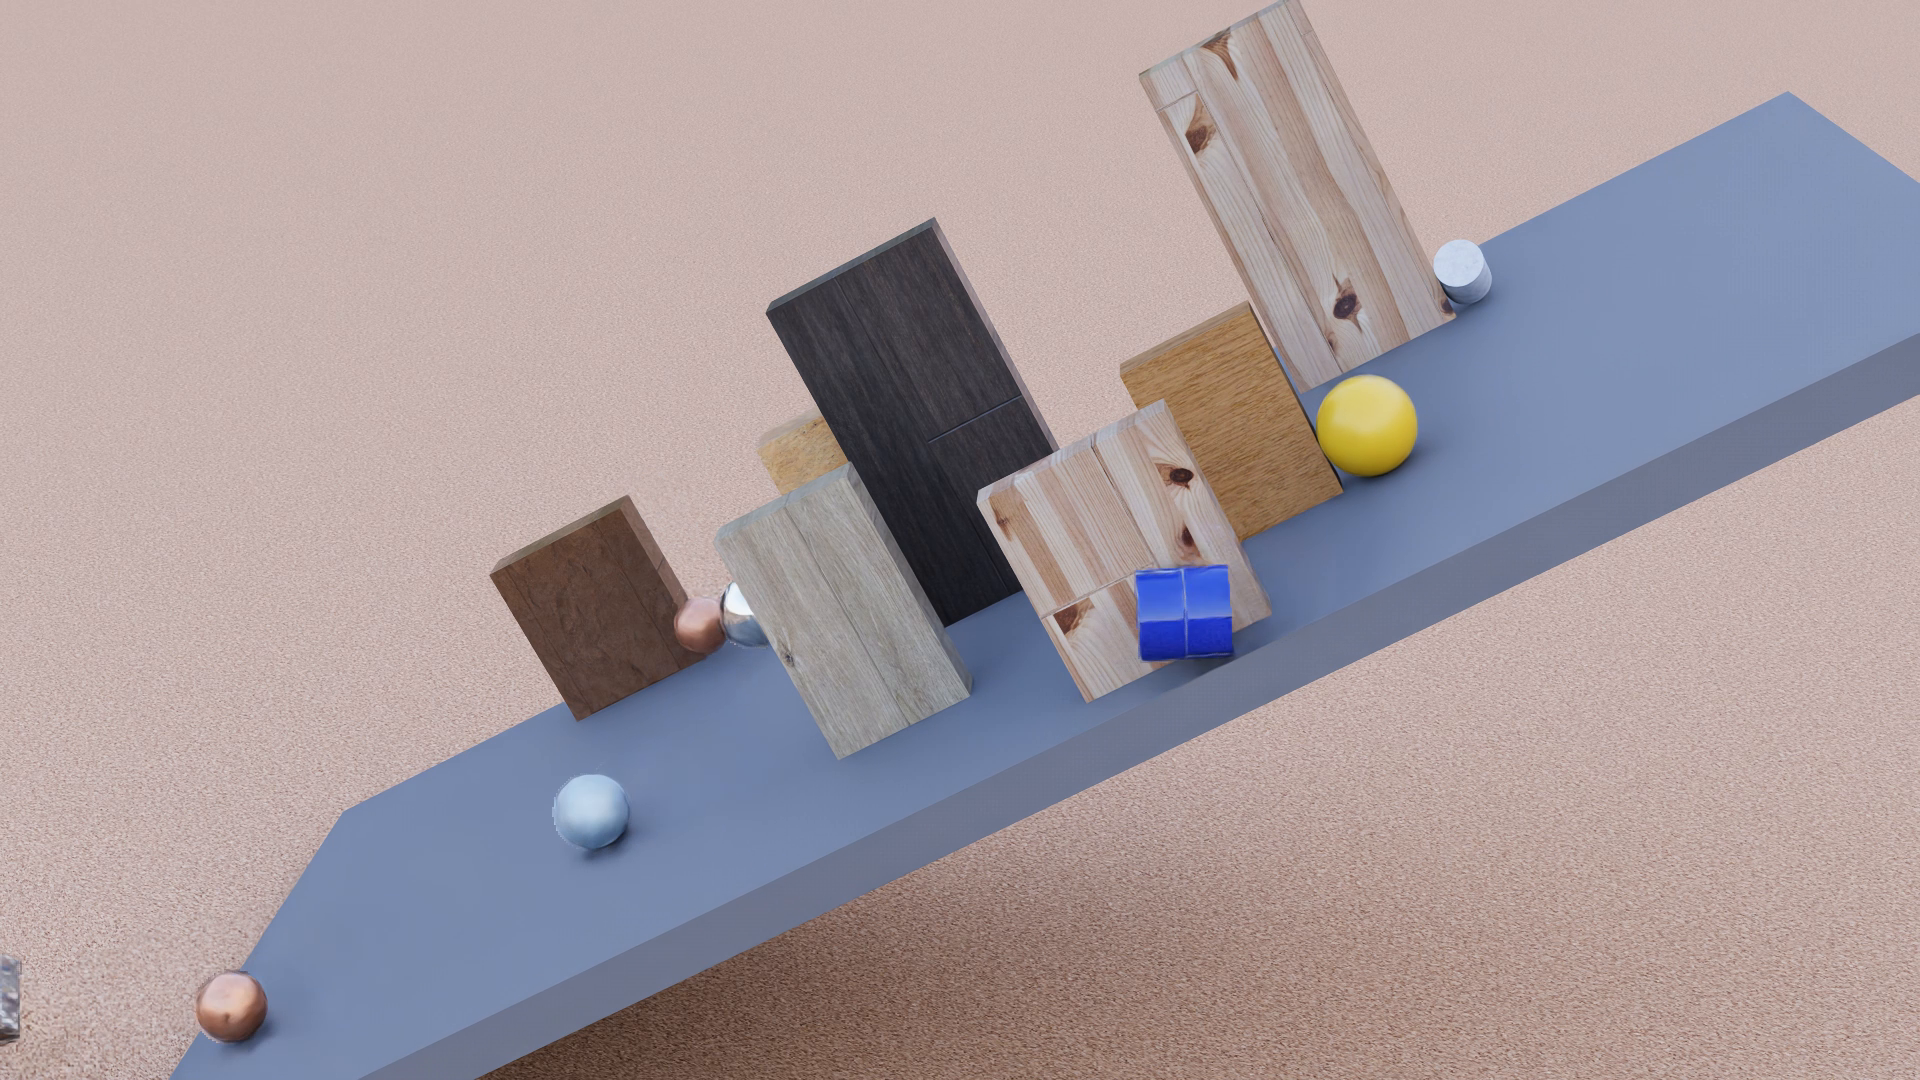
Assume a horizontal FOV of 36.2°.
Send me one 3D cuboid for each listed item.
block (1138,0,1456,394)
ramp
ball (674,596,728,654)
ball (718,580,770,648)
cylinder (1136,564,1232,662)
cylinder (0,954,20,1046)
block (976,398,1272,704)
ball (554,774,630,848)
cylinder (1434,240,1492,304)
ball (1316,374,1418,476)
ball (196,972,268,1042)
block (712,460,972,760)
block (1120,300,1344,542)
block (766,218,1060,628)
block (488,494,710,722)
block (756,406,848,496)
[{"bbox_3d":[0.748,-0.762,6.510,0.383,0.795,0.097,-26,14,11],"label":"block"},{"bbox_3d":[0.141,0.167,6.281,4.000,0.100,2.000,-26,14,11],"label":"ramp"},{"bbox_3d":[-0.620,0.203,7.059,0.136,0.136,0.136,0,17,0],"label":"ball"},{"bbox_3d":[-0.483,0.165,6.939,0.176,0.176,0.176,0,17,0],"label":"ball"},{"bbox_3d":[0.400,0.130,5.249,0.163,0.163,0.163,-4,17,3],"label":"cylinder"},{"bbox_3d":[-2.128,1.003,6.395,0.162,0.162,0.162,-7,63,-4],"label":"cylinder"},{"bbox_3d":[0.301,0.022,5.373,0.380,0.432,0.087,-26,14,11],"label":"block"},{"bbox_3d":[-0.766,0.565,6.125,0.155,0.155,0.155,0,17,0],"label":"ball"},{"bbox_3d":[1.116,-0.595,6.529,0.111,0.111,0.111,7,-14,22],"label":"cylinder"},{"bbox_3d":[0.797,-0.225,5.757,0.199,0.199,0.199,0,17,0],"label":"ball"},{"bbox_3d":[-1.529,0.979,6.174,0.148,0.148,0.148,0,17,0],"label":"ball"},{"bbox_3d":[-0.229,0.142,5.826,0.299,0.510,0.107,-26,14,11],"label":"block"},{"bbox_3d":[0.536,-0.222,5.813,0.283,0.412,0.095,-26,14,11],"label":"block"},{"bbox_3d":[-0.045,-0.244,6.257,0.396,0.785,0.107,-26,14,11],"label":"block"},{"bbox_3d":[-0.872,0.167,7.179,0.369,0.425,0.120,-26,14,11],"label":"block"},{"bbox_3d":[-0.199,-0.056,6.461,0.270,0.513,0.131,-26,14,11],"label":"block"}]
